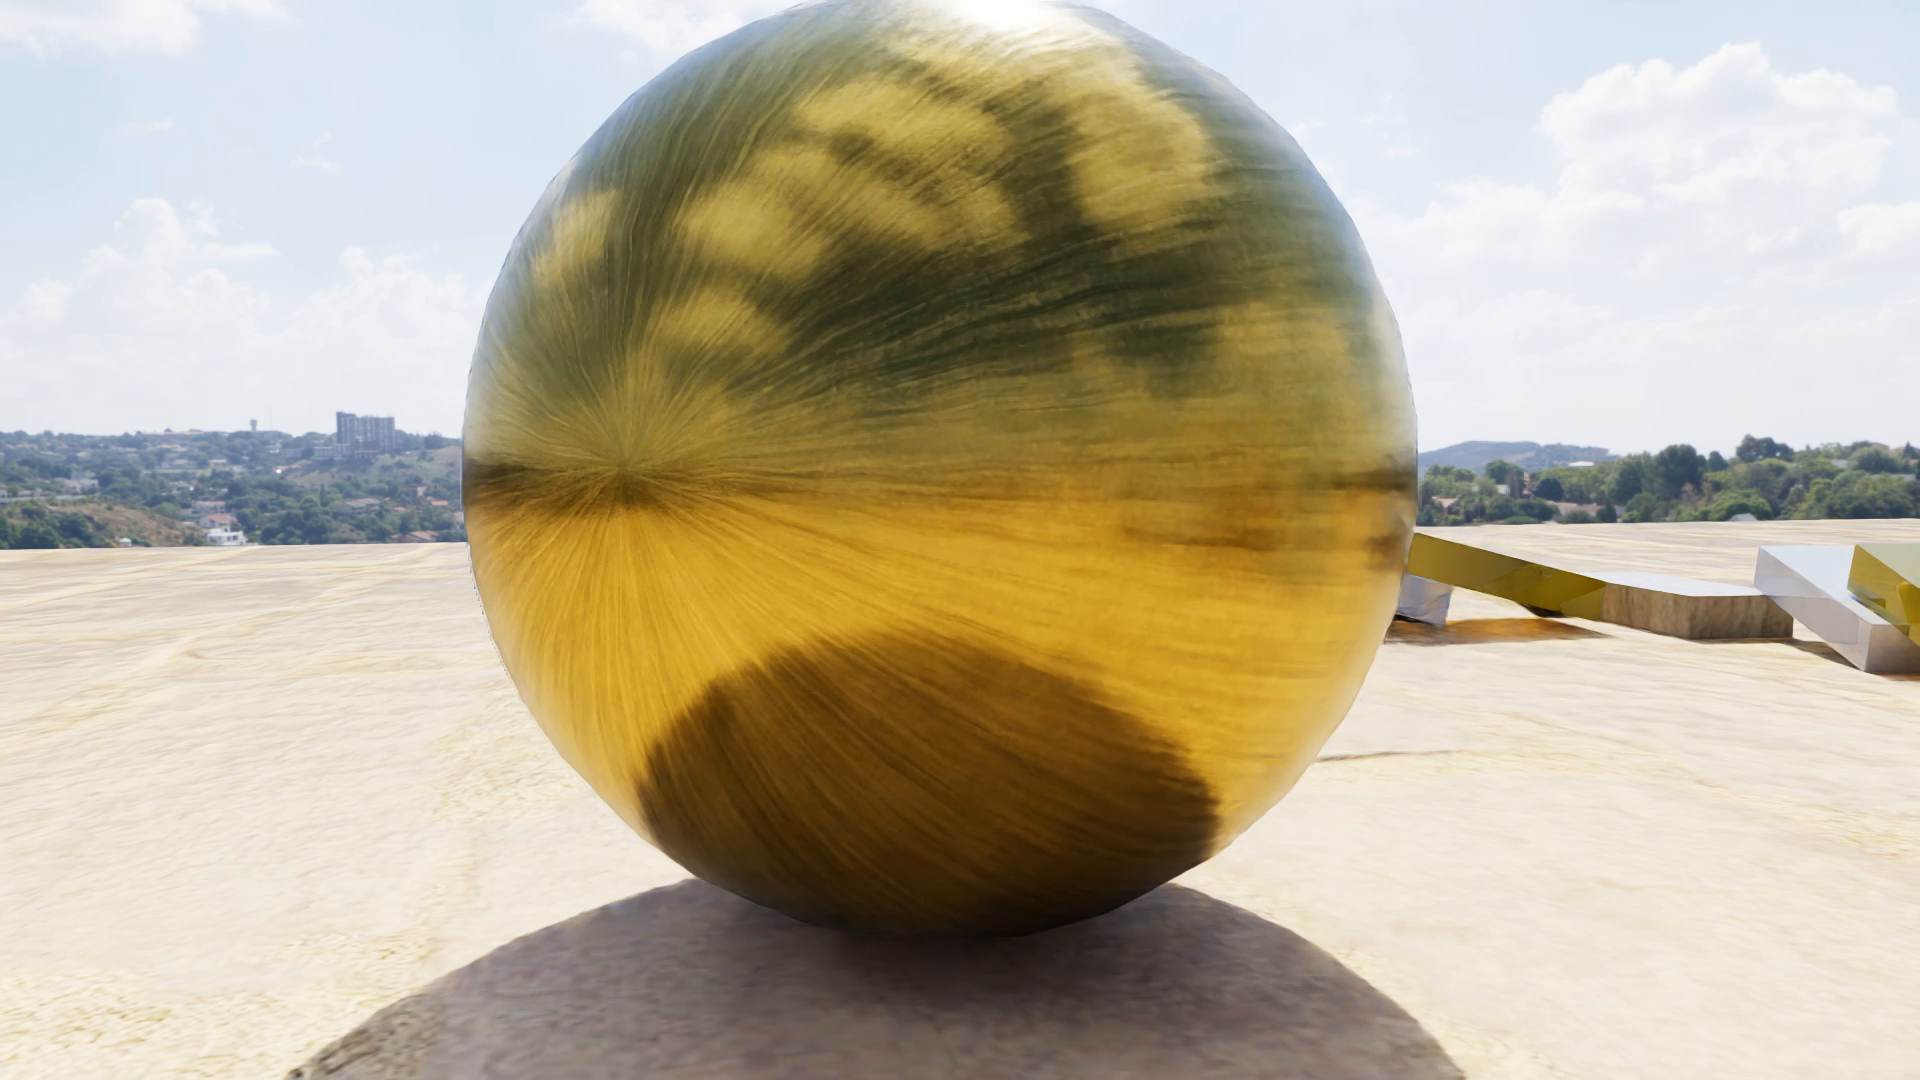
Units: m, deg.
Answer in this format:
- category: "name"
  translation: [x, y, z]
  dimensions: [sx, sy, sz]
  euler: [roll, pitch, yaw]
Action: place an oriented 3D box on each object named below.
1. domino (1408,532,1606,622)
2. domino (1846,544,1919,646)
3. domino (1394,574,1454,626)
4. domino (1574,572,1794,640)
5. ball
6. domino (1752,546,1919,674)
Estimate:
- category: "domino"
  translation: [0.120, 0.008, 0.301]
  dimensions: [0.050, 0.009, 0.025]
  euler: [14, -2, -3]
- category: "domino"
  translation: [0.183, 0.014, 0.225]
  dimensions: [0.025, 0.009, 0.050]
  euler: [0, 21, 9]
- category: "domino"
  translation: [0.084, 0.009, 0.296]
  dimensions: [0.050, 0.010, 0.025]
  euler: [15, -2, -13]
- category: "domino"
  translation: [0.168, 0.015, 0.305]
  dimensions: [0.025, 0.010, 0.050]
  euler: [-1, 4, -8]
- category: "ball"
  translation: [-0.002, -0.006, 0.114]
  dimensions: [0.080, 0.080, 0.080]
  euler: [0, 4, 0]
- category: "domino"
  translation: [0.185, 0.013, 0.260]
  dimensions: [0.025, 0.009, 0.050]
  euler: [1, 17, 10]
